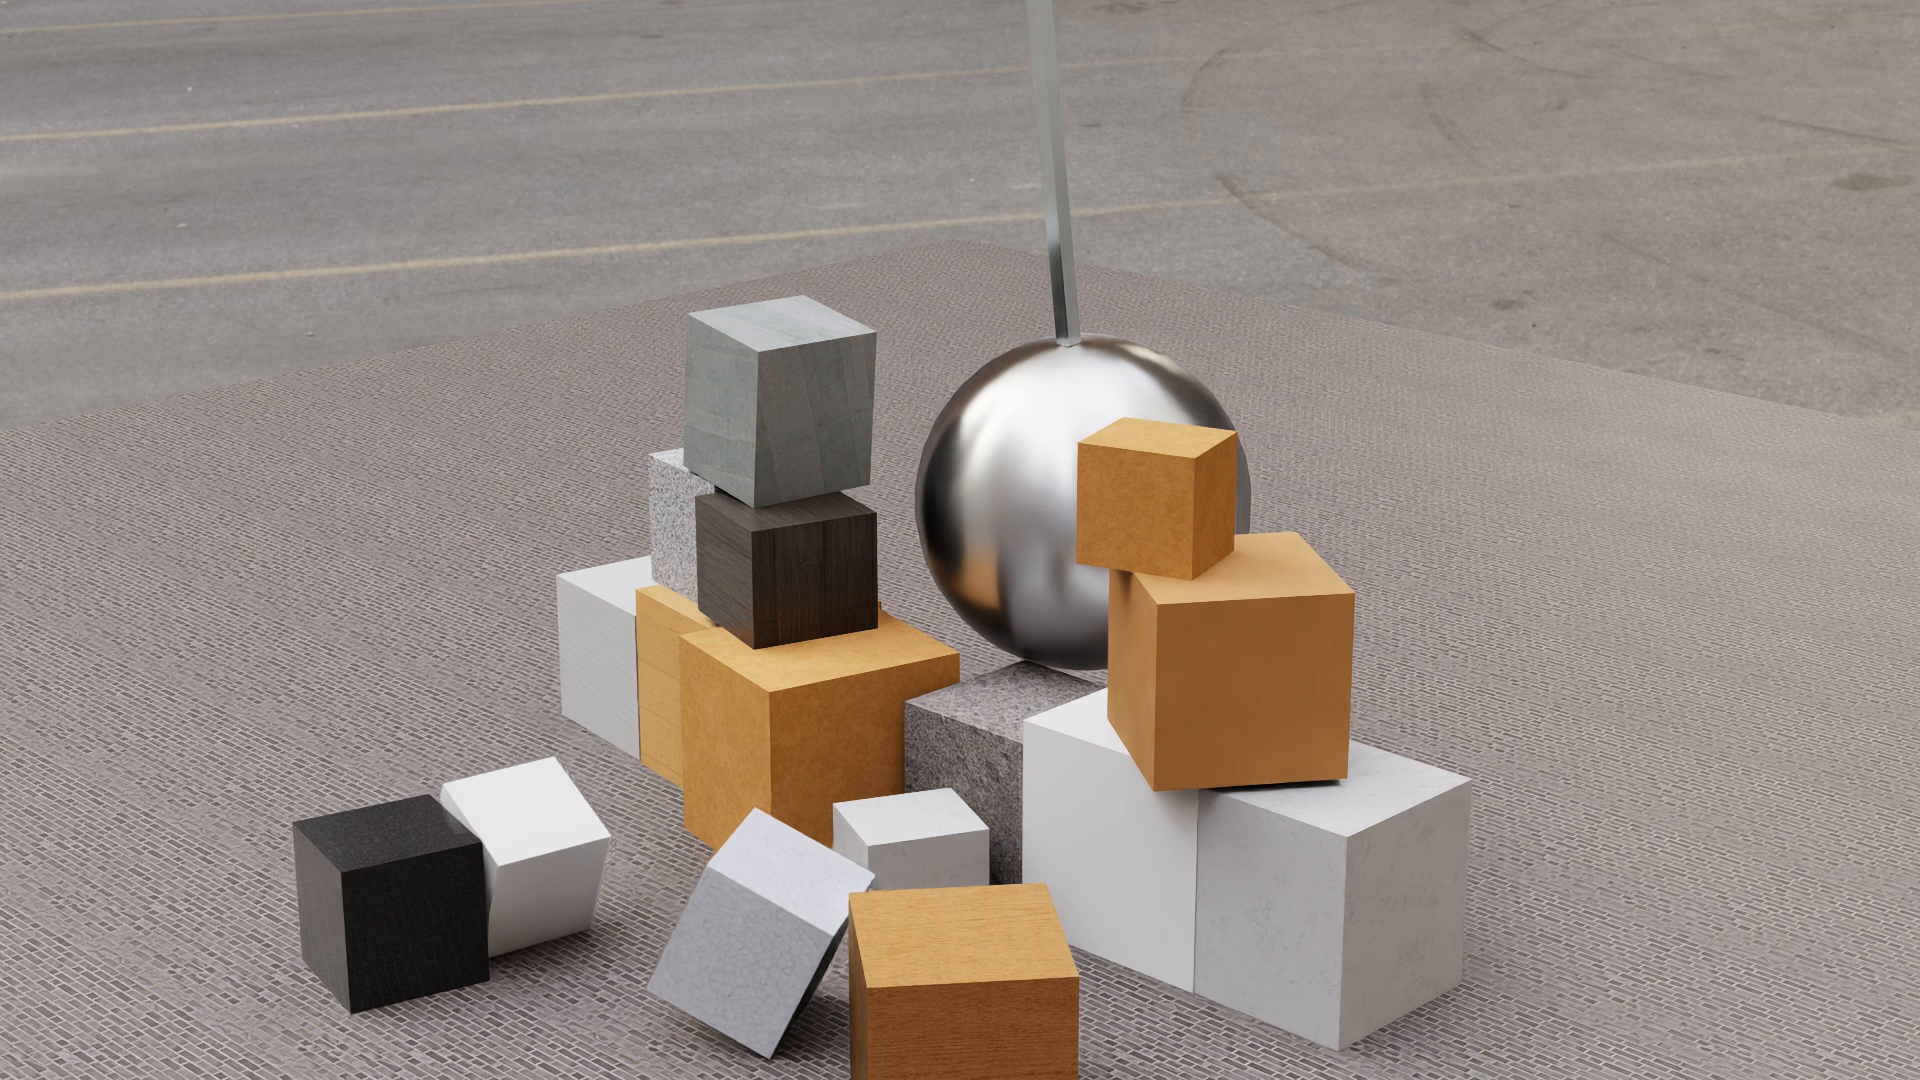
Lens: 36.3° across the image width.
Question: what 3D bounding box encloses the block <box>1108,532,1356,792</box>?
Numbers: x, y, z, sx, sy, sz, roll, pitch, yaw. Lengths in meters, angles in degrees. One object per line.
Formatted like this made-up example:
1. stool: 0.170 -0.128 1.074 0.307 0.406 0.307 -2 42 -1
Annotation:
1. block: 1.111 0.491 12.213 0.816 0.801 0.843 -3 18 -10

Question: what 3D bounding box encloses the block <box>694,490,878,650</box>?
1. block: -0.819 0.104 13.825 0.639 0.569 0.646 -9 20 -27

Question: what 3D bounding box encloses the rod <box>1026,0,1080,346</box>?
1. rod: 0.252 -3.294 12.571 0.080 5.200 0.080 17 32 42

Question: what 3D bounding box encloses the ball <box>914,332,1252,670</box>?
1. ball: 0.582 -0.180 13.895 1.600 1.600 1.600 0 17 0

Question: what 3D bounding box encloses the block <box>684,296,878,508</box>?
1. block: -0.862 -0.668 13.950 0.658 0.769 0.633 -12 27 -34

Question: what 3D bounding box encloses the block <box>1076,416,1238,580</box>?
1. block: 0.816 -0.177 12.140 0.518 0.518 0.458 9 19 26

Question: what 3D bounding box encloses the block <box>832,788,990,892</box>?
1. block: -0.217 1.450 12.869 0.552 0.516 0.499 -6 18 -19

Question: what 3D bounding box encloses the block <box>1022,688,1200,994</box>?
1. block: 0.921 1.245 12.767 0.968 0.970 0.860 16 23 41

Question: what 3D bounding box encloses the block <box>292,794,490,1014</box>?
1. block: -2.409 1.530 12.412 0.614 0.638 0.610 -10 20 -29

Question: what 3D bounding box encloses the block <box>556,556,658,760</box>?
1. block: -1.545 0.578 15.220 0.771 0.771 0.808 -12 21 -34

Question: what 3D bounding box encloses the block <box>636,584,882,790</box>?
1. block: -0.994 0.711 14.542 0.896 0.924 0.846 -12 21 -33

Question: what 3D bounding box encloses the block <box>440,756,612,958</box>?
1. block: -1.923 1.379 12.741 0.539 0.565 0.532 -12 44 -34

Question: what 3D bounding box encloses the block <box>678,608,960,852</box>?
1. block: -0.658 0.944 13.721 0.991 0.971 0.895 -10 20 -30

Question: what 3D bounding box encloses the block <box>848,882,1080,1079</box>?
1. block: 0.000 1.851 11.159 0.777 0.777 0.838 -2 18 -6

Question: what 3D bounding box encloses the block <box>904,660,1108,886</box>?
1. block: 0.297 1.123 13.382 0.760 0.832 0.790 17 24 42

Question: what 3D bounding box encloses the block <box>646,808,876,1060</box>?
1. block: -0.804 1.591 11.916 0.572 0.635 0.608 29 22 5

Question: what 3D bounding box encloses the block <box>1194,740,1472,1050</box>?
1. block: 1.548 1.442 12.198 0.756 0.933 0.848 16 24 42

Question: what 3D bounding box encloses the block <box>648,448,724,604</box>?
1. block: -1.086 -0.087 14.457 0.650 0.650 0.652 -12 21 -33
